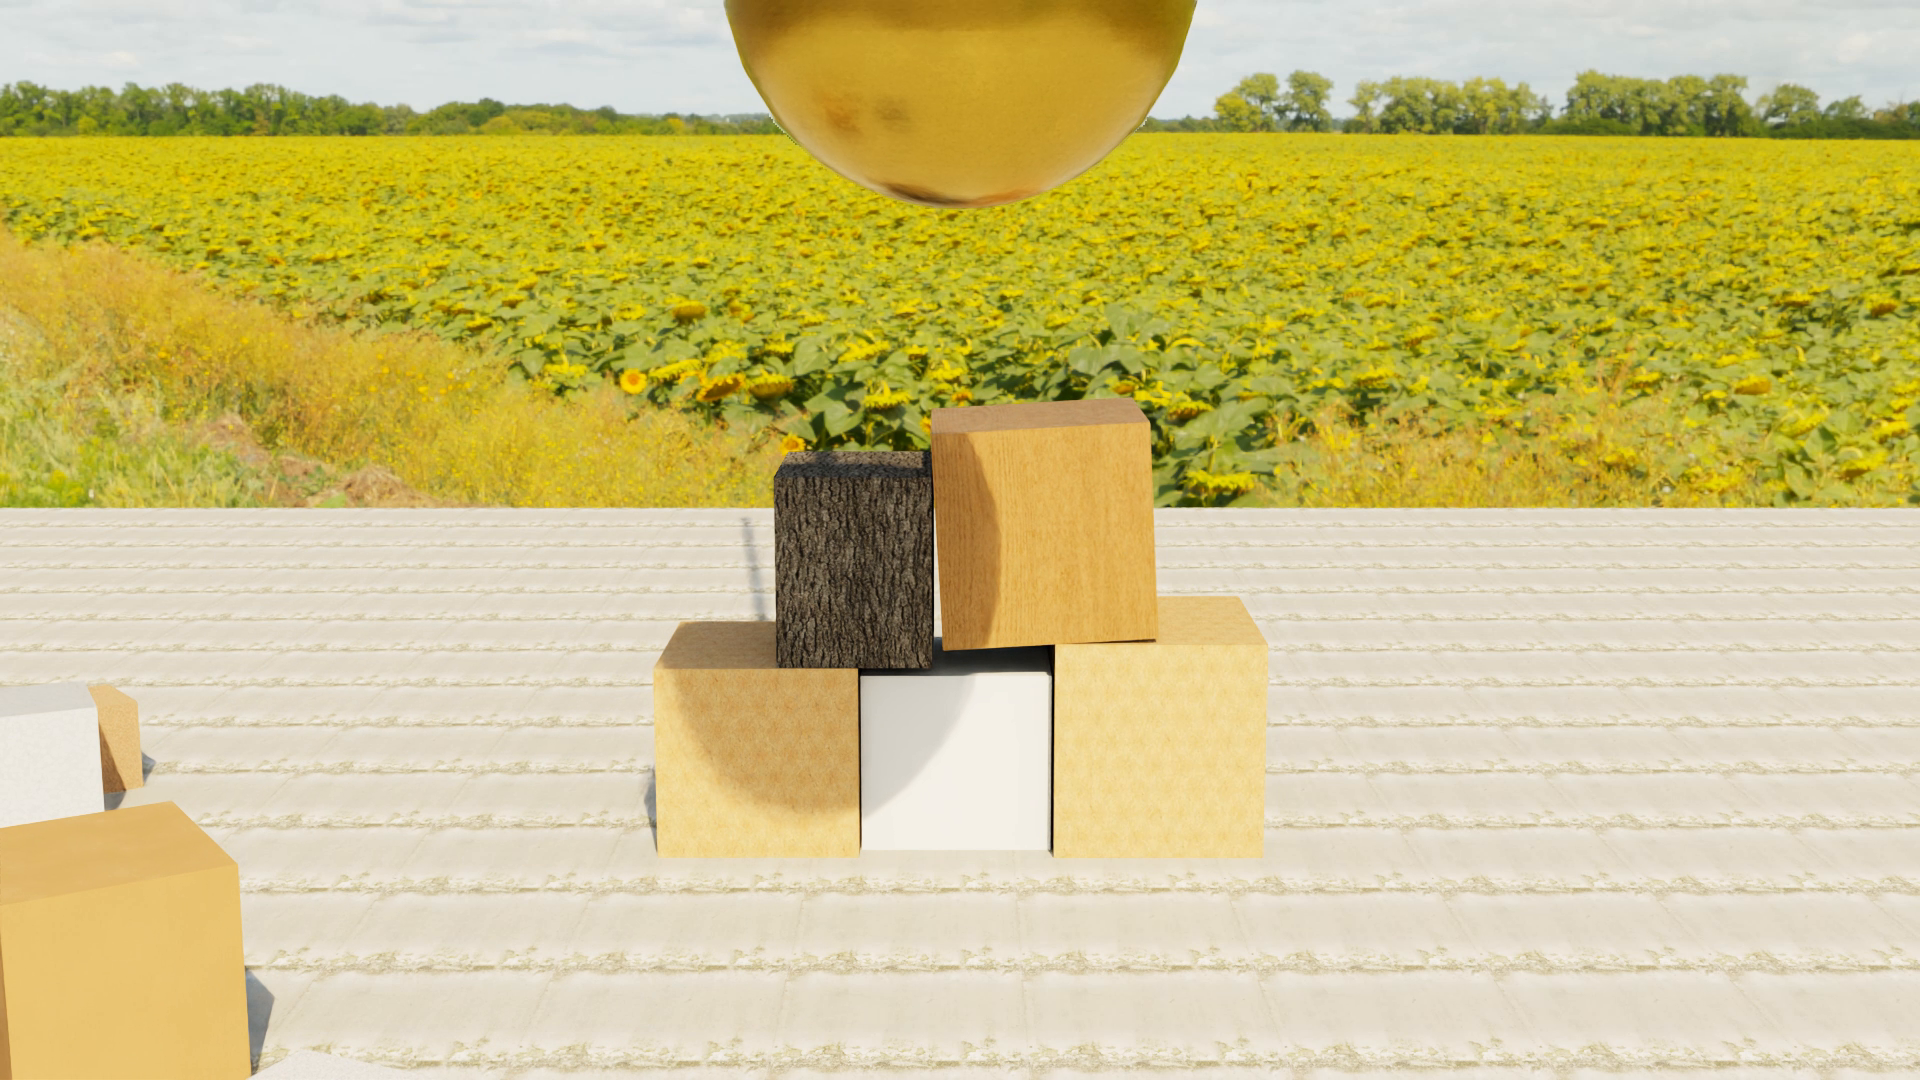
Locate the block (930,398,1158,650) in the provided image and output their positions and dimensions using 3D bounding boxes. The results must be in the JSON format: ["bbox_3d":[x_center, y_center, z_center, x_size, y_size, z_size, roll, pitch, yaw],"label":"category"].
[{"bbox_3d":[0.410,-0.106,11.133,1.053,1.063,1.034,-3,10,0],"label":"block"}]

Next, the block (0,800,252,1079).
[{"bbox_3d":[-3.245,1.596,8.297,0.820,0.892,0.942,-7,12,-33],"label":"block"}]

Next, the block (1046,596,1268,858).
[{"bbox_3d":[0.983,0.939,11.371,1.037,1.083,1.166,0,10,0],"label":"block"}]

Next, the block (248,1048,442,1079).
[{"bbox_3d":[-1.813,2.031,6.239,0.812,0.771,0.843,5,11,24],"label":"block"}]

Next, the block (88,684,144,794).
[{"bbox_3d":[-4.833,1.112,12.096,0.479,0.485,0.500,-8,13,-37],"label":"block"}]

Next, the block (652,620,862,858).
[{"bbox_3d":[-0.999,1.005,11.352,0.998,0.961,1.090,0,10,0],"label":"block"}]

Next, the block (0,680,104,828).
[{"bbox_3d":[-4.856,1.154,11.367,0.717,0.662,0.643,-5,12,-27],"label":"block"}]

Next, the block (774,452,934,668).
[{"bbox_3d":[-0.517,0.082,11.111,0.760,0.942,0.908,0,10,0],"label":"block"}]

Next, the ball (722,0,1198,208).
[{"bbox_3d":[0.000,-1.916,7.355,1.600,1.600,1.600,0,10,0],"label":"ball"}]

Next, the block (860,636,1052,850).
[{"bbox_3d":[-0.019,1.034,11.376,0.945,0.895,0.881,0,10,0],"label":"block"}]
